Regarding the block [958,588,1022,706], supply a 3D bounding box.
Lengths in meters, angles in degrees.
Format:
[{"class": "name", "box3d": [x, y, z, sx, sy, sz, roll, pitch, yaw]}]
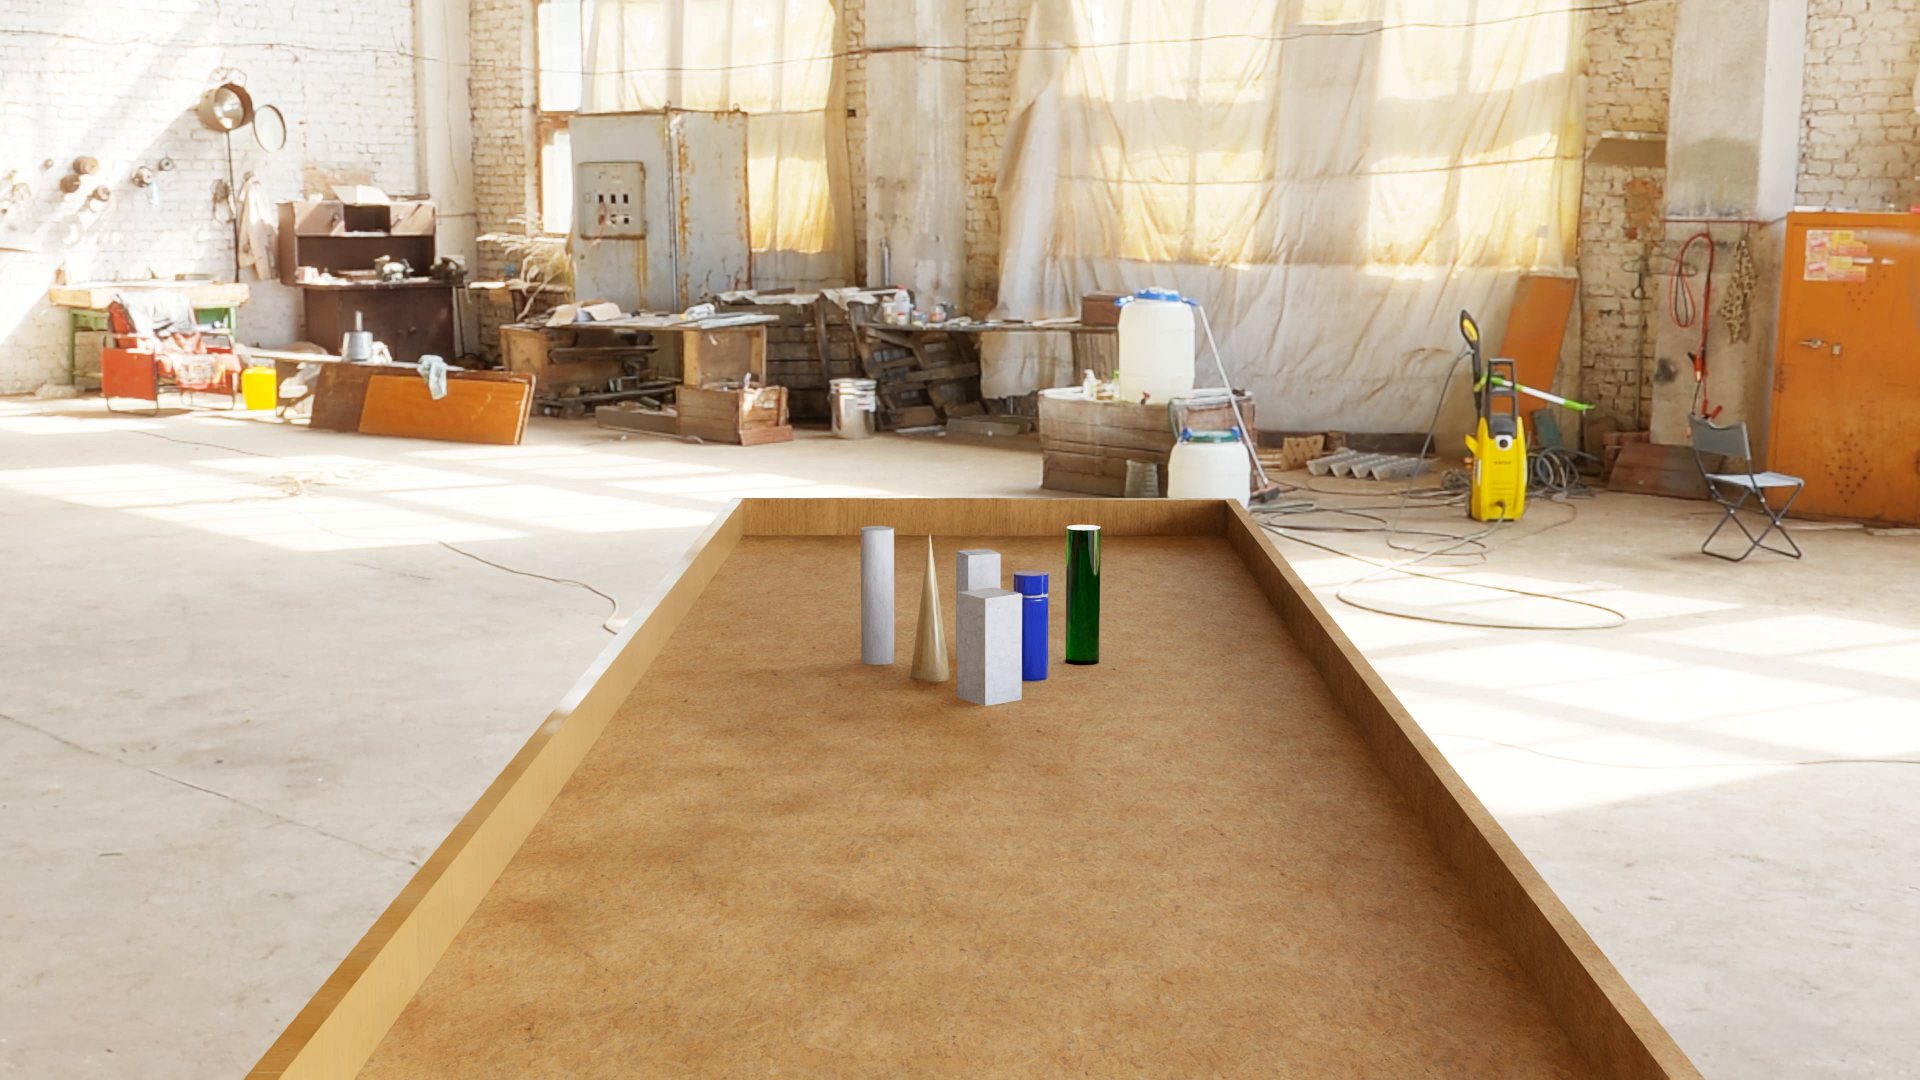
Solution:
[{"class": "block", "box3d": [0.083, 0.297, 6.167, 0.129, 0.303, 0.129, -7, 11, -37]}]

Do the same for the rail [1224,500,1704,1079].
[{"class": "rail", "box3d": [1.046, 0.843, 3.208, 0.050, 0.150, 12.000, 0, 9, 1]}]

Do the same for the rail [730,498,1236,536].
[{"class": "rail", "box3d": [0.099, -0.098, 9.147, 2.100, 0.150, 0.050, 0, 9, 1]}]

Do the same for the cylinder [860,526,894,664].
[{"class": "cylinder", "box3d": [-0.249, 0.167, 6.652, 0.101, 0.408, 0.101, 0, 9, 0]}]

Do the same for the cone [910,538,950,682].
[{"class": "cone", "box3d": [-0.087, 0.191, 6.423, 0.118, 0.433, 0.118, 0, 9, 0]}]

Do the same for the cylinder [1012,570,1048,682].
[{"class": "cylinder", "box3d": [0.206, 0.250, 6.429, 0.103, 0.313, 0.103, 0, 9, 0]}]

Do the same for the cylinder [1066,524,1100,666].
[{"class": "cylinder", "box3d": [0.372, 0.166, 6.643, 0.103, 0.412, 0.103, 0, 9, 0]}]

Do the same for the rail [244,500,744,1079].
[{"class": "rail", "box3d": [-1.004, 0.839, 3.234, 0.050, 0.150, 12.000, 0, 9, 1]}]

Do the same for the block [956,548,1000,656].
[{"class": "block", "box3d": [0.055, 0.198, 6.711, 0.104, 0.327, 0.104, -4, 10, -21]}]
